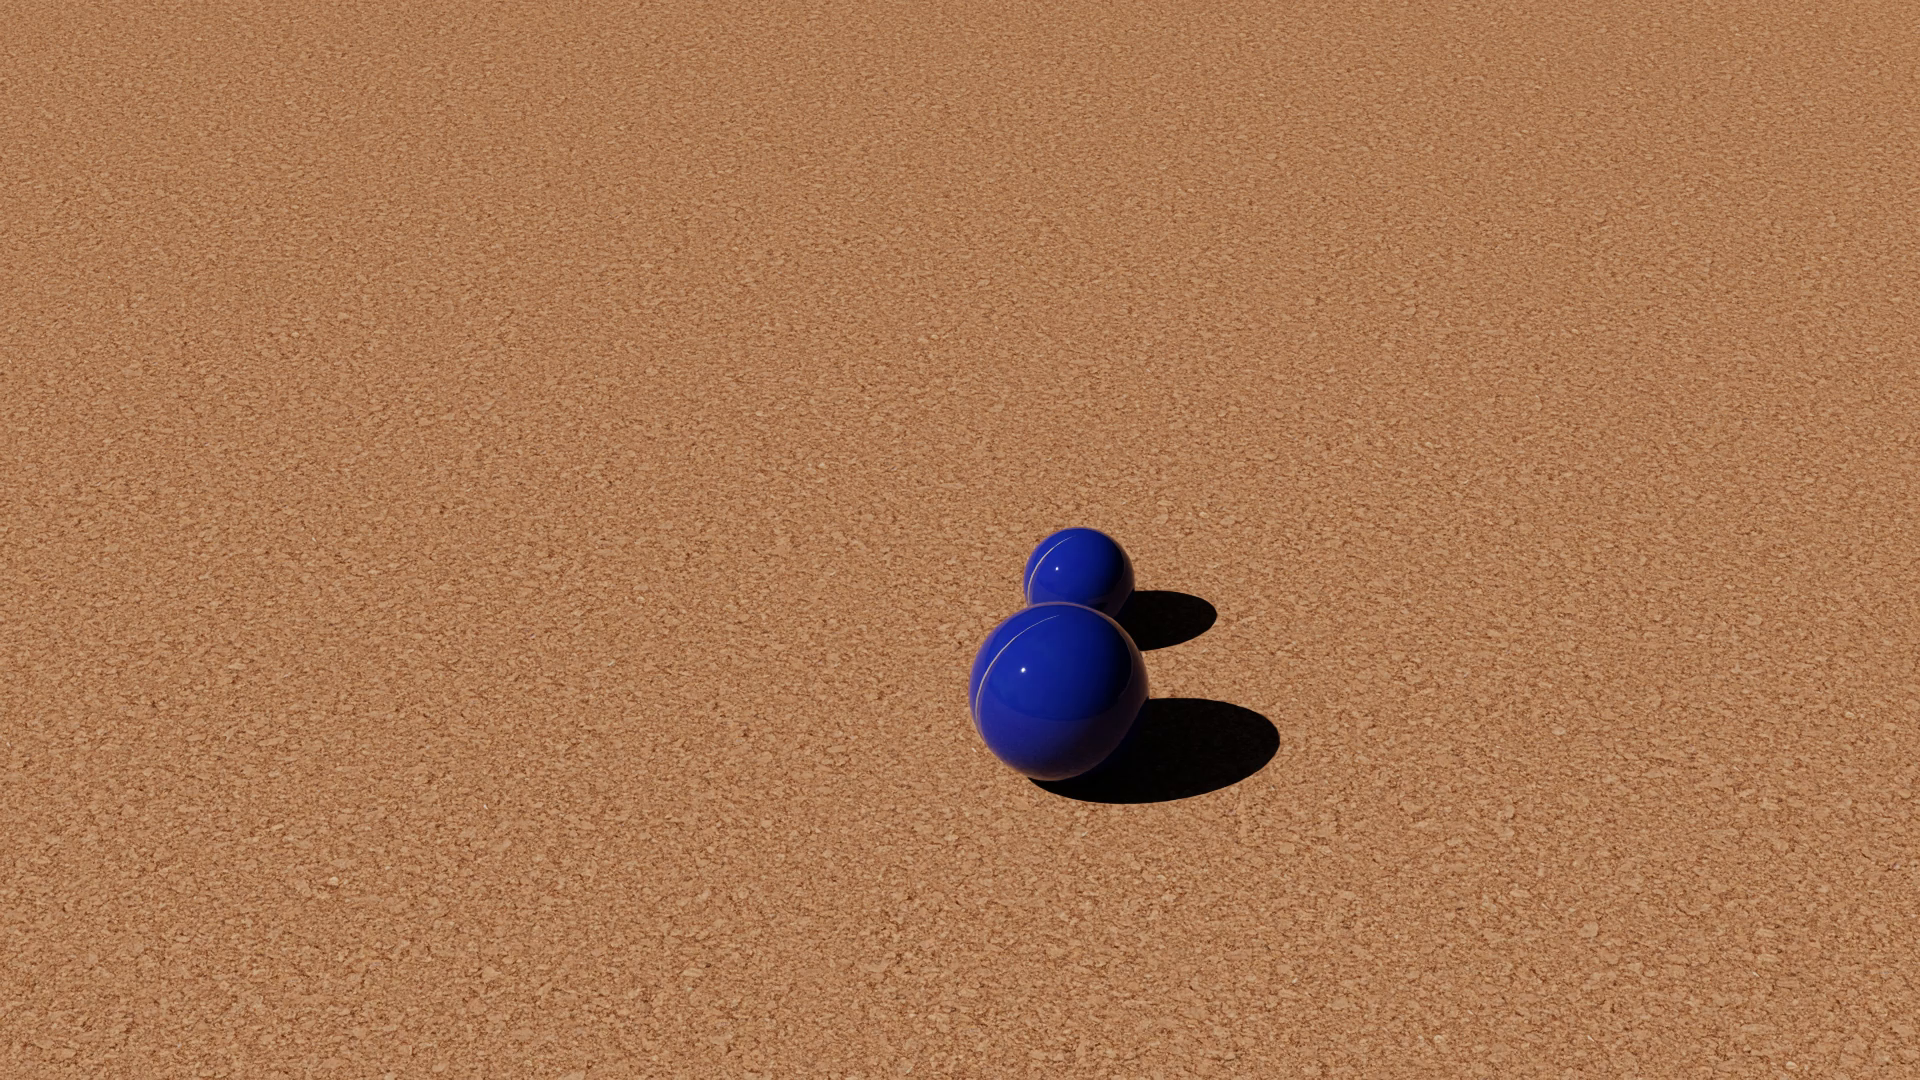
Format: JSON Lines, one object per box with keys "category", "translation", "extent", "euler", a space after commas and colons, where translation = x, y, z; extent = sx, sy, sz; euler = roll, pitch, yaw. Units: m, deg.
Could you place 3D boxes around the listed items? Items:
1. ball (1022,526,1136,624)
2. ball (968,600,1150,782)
{"category": "ball", "translation": [0.068, 0.024, 1.676], "extent": [0.064, 0.064, 0.064], "euler": [0, 31, 0]}
{"category": "ball", "translation": [0.052, 0.080, 1.551], "extent": [0.096, 0.096, 0.096], "euler": [0, 31, 0]}
